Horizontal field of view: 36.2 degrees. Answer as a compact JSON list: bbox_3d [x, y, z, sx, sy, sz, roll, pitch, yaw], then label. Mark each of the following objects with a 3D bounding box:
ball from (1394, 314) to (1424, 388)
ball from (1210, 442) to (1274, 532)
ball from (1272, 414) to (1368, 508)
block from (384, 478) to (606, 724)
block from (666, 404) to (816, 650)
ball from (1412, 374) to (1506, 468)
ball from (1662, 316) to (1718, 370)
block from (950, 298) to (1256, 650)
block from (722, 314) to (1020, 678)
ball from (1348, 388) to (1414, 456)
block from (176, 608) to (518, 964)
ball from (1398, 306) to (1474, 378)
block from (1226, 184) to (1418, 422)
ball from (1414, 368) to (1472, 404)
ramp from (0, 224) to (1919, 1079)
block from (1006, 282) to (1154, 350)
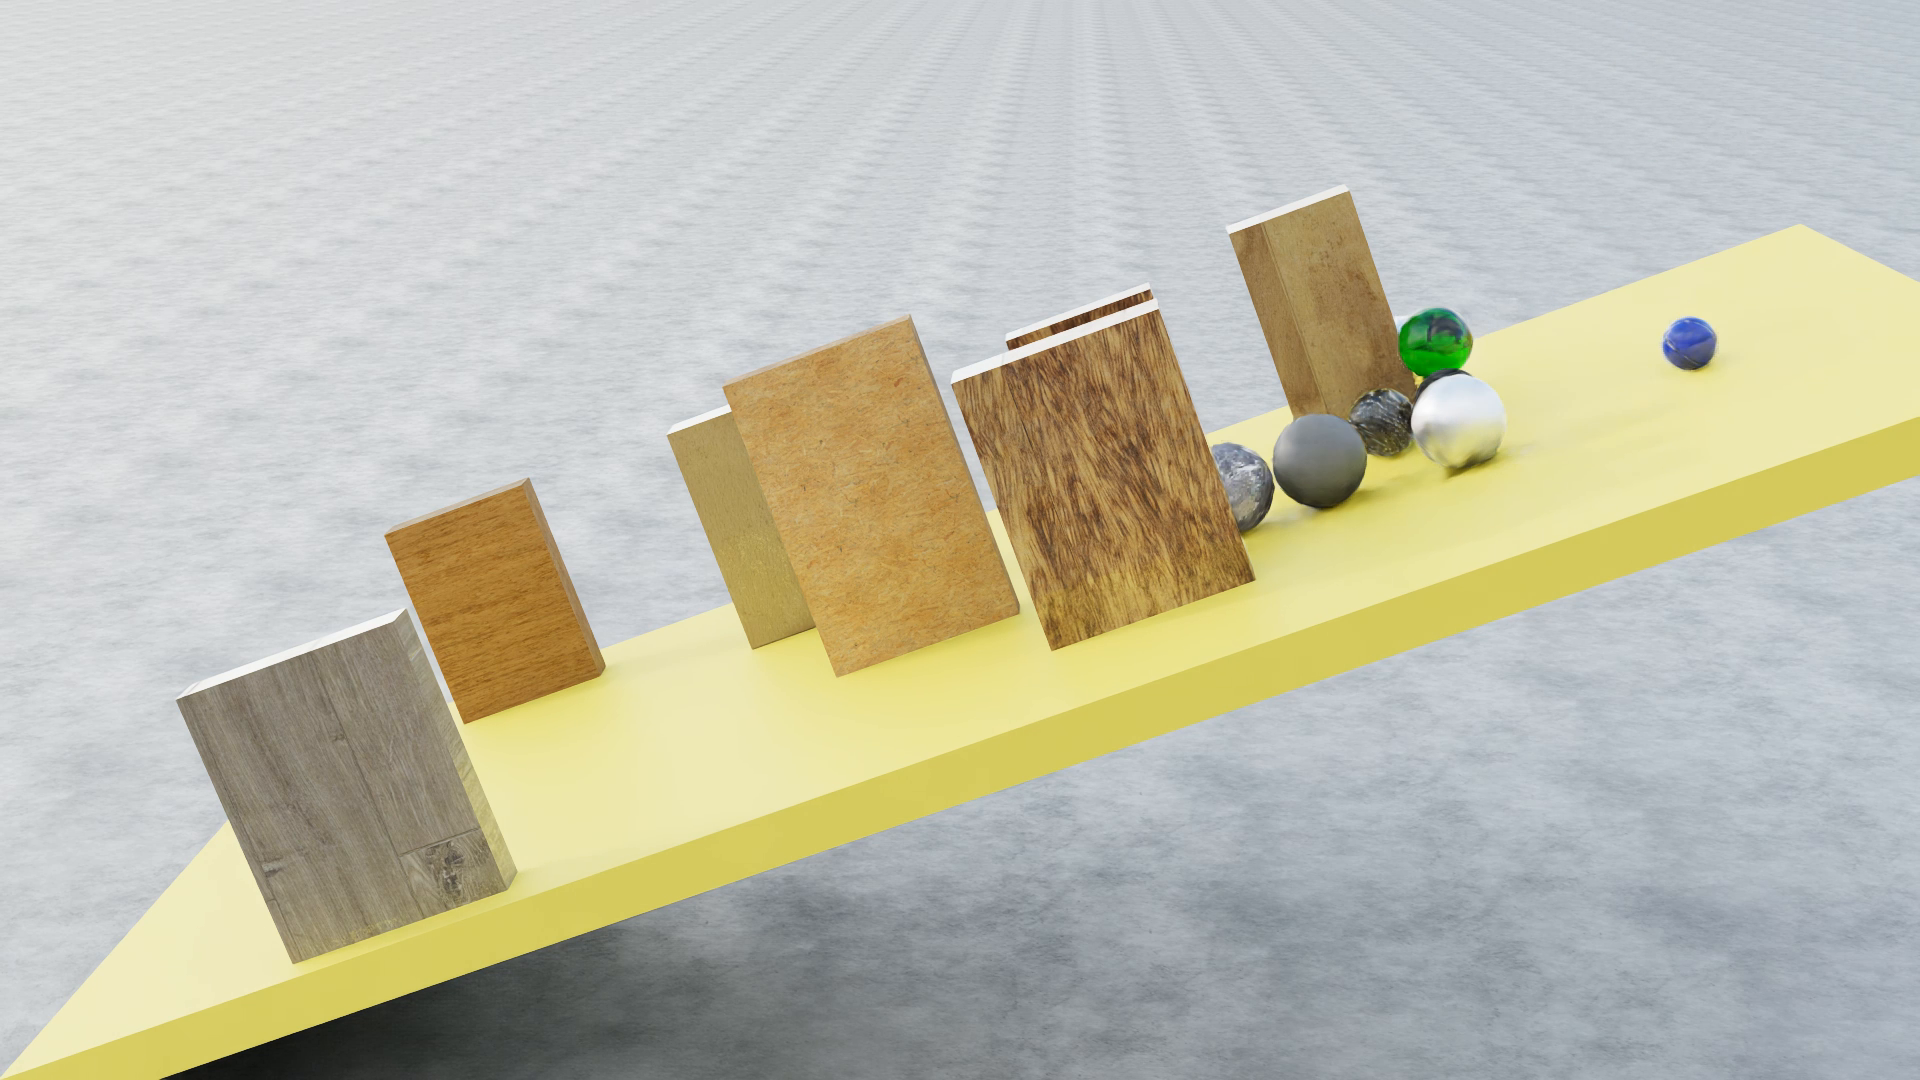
[{"bbox_3d":[1.011,-0.407,6.657,0.204,0.204,0.204,0,13,0],"label":"ball"},{"bbox_3d":[0.556,-0.106,6.097,0.191,0.191,0.191,0,13,0],"label":"ball"},{"bbox_3d":[0.737,-0.163,6.033,0.194,0.194,0.194,0,13,0],"label":"ball"},{"bbox_3d":[-1.118,0.147,7.089,0.357,0.500,0.096,-20,11,6],"label":"block"},{"bbox_3d":[-0.363,-0.078,6.721,0.435,0.534,0.125,-20,11,6],"label":"block"},{"bbox_3d":[1.004,-0.238,5.919,0.190,0.190,0.190,0,13,0],"label":"ball"},{"bbox_3d":[1.493,-0.403,6.020,0.111,0.111,0.111,0,13,0],"label":"ball"},{"bbox_3d":[0.281,-0.127,5.731,0.422,0.564,0.142,-20,11,6],"label":"block"},{"bbox_3d":[-0.181,-0.089,6.130,0.409,0.660,0.080,-20,11,6],"label":"block"},{"bbox_3d":[0.901,-0.251,6.271,0.147,0.147,0.147,0,13,0],"label":"ball"},{"bbox_3d":[-1.150,0.465,5.536,0.443,0.554,0.104,-20,11,6],"label":"block"},{"bbox_3d":[1.016,-0.422,6.287,0.158,0.158,0.158,0,13,0],"label":"ball"},{"bbox_3d":[0.801,-0.461,6.397,0.271,0.552,0.126,-20,11,6],"label":"block"},{"bbox_3d":[1.035,-0.290,6.213,0.148,0.148,0.148,0,13,0],"label":"ball"},{"bbox_3d":[0.116,0.176,6.297,4.000,0.100,2.000,-20,11,6],"label":"ramp"},{"bbox_3d":[0.334,-0.191,5.910,0.303,0.575,0.095,-20,11,6],"label":"block"}]
